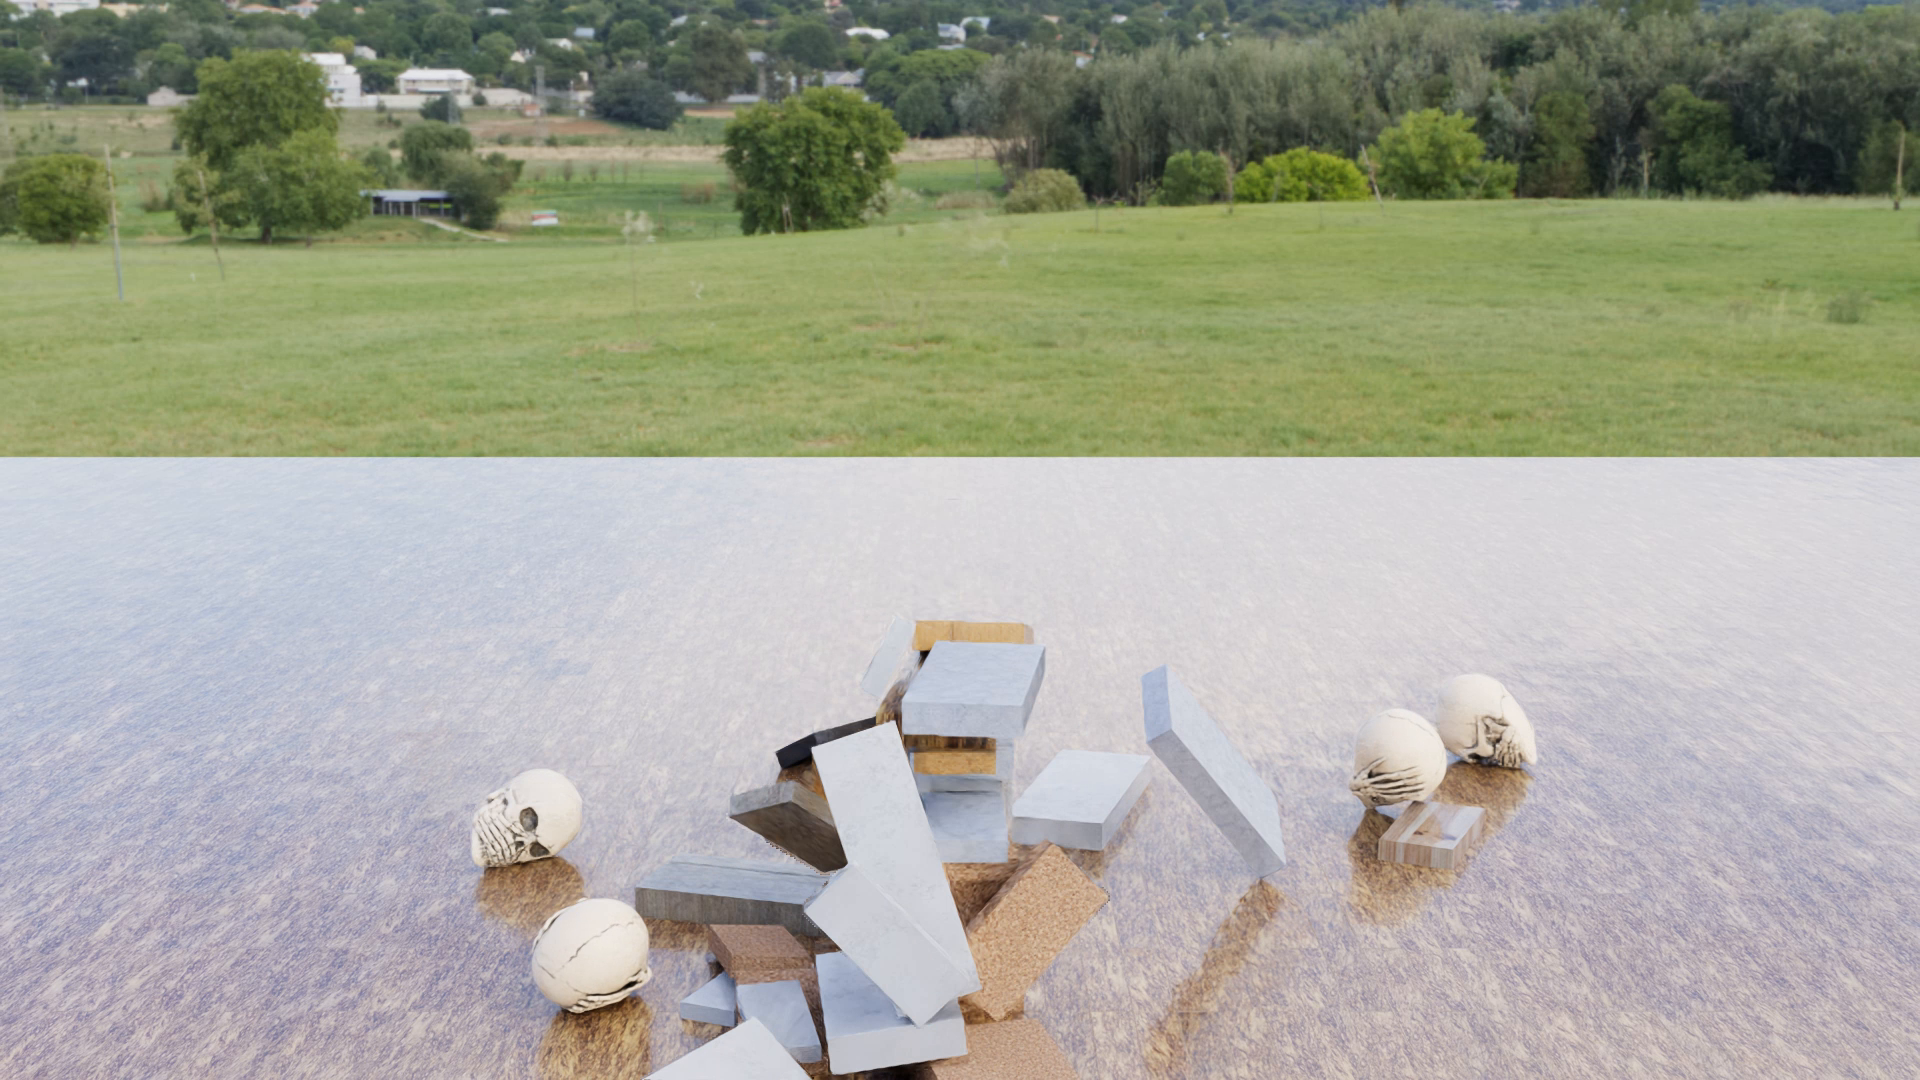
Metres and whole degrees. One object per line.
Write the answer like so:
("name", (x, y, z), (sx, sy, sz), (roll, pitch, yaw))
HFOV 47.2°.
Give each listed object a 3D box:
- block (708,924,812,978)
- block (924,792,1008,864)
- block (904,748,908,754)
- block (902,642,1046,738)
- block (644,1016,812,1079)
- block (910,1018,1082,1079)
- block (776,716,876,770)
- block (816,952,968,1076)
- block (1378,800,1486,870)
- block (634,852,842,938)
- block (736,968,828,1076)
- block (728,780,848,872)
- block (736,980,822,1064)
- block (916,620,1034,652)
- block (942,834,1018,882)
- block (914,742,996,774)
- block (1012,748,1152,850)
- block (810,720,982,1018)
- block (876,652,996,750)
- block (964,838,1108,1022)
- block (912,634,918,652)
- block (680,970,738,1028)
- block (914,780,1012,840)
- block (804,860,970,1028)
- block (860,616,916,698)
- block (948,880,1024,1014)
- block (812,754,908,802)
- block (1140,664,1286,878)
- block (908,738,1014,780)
("block", (-0.303, 0.617, 3.300), (0.117, 0.033, 0.233), (4, 0, -15))
("block", (0.008, 0.412, 3.166), (0.115, 0.033, 0.230), (0, 11, -1))
("block", (-0.123, 0.445, 4.133), (0.268, 0.038, 0.134), (-1, 31, 34))
("block", (0.024, 0.214, 3.189), (0.167, 0.047, 0.335), (2, 12, 7))
("block", (-0.303, 0.700, 2.798), (0.117, 0.033, 0.233), (44, 31, 19))
("block", (0.093, 0.740, 2.721), (0.179, 0.051, 0.606), (-3, 11, -14))
("block", (-0.185, 0.391, 4.482), (0.394, 0.037, 0.130), (-11, -13, -45))
("block", (-0.101, 0.638, 3.032), (0.179, 0.051, 0.357), (-8, 7, -5))
("block", (0.844, 0.524, 3.925), (0.130, 0.037, 0.259), (5, 12, 25))
("block", (-0.328, 0.579, 3.590), (0.358, 0.051, 0.179), (3, 11, 16))
("block", (-0.250, 0.670, 3.060), (0.117, 0.033, 0.233), (-1, 18, -7))
("block", (-0.224, 0.428, 3.272), (0.116, 0.033, 0.232), (-17, -37, 30))
("block", (-0.249, 0.659, 3.002), (0.088, 0.025, 0.176), (-3, 19, -13))
("block", (0.028, 0.160, 3.555), (0.167, 0.047, 0.335), (2, -4, 5))
("block", (0.016, 0.442, 3.177), (0.109, 0.031, 0.218), (-1, 11, -6))
("block", (-0.004, 0.293, 3.236), (0.115, 0.033, 0.229), (0, 12, 1))
("block", (0.226, 0.481, 4.116), (0.179, 0.051, 0.445), (3, 11, 16))
("block", (-0.085, 0.432, 2.901), (0.116, 0.370, 0.033), (-18, -3, -6))
("block", (-0.014, 0.237, 3.309), (0.167, 0.047, 0.352), (2, 12, 7))
("block", (0.084, 0.537, 3.026), (0.229, 0.115, 0.033), (-47, 16, -9))
("block", (-0.001, 0.218, 3.765), (0.162, 0.046, 0.325), (0, 11, 0))
("block", (-0.324, 0.662, 3.214), (0.088, 0.025, 0.176), (5, 11, 23))
("block", (0.001, 0.491, 3.350), (0.155, 0.310, 0.044), (0, 23, 0))
("block", (-0.094, 0.521, 2.838), (0.088, 0.218, 0.025), (-43, 8, 3))
("block", (-0.108, 0.174, 3.277), (0.033, 0.116, 0.232), (27, -3, -1))
("block", (0.039, 0.575, 3.150), (0.109, 0.218, 0.031), (-1, 21, -5))
("block", (-0.138, 0.456, 4.017), (0.268, 0.134, 0.038), (4, 17, 21))
("block", (0.430, 0.392, 3.730), (0.051, 0.358, 0.179), (-31, 27, 20))
("block", (0.000, 0.301, 3.388), (0.155, 0.044, 0.310), (0, 12, -1))
